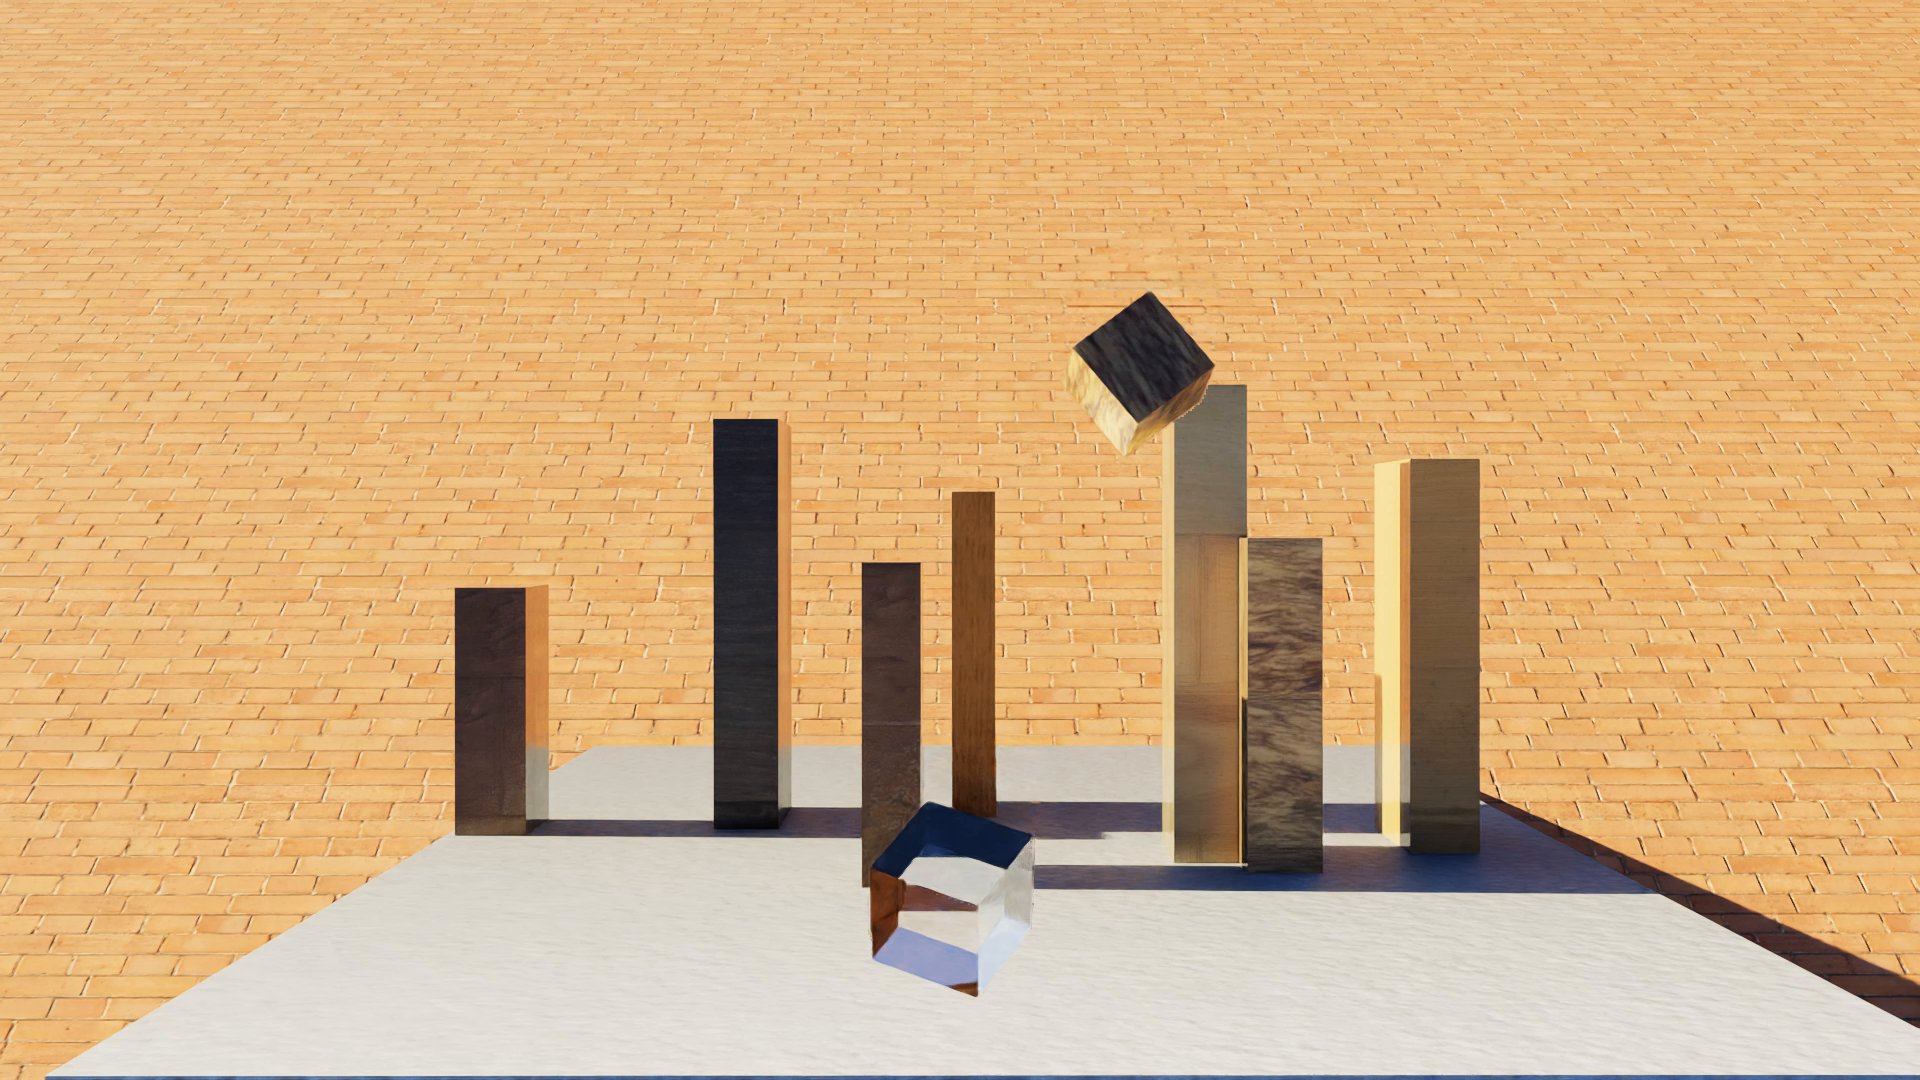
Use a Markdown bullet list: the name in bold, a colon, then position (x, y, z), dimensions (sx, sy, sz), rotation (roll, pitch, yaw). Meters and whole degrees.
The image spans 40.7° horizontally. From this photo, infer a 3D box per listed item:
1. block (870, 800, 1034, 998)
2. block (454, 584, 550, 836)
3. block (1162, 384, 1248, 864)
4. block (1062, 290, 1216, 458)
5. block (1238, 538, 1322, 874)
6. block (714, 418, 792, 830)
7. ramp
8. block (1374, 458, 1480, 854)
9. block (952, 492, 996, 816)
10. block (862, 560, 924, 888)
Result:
- **block**: position (-0.008, 0.343, 2.479), dimensions (0.114, 0.114, 0.114), rotation (16, 36, 23)
- **block**: position (-0.853, 0.311, 4.827), dimensions (0.129, 0.451, 0.266), rotation (0, 0, 0)
- **block**: position (0.417, 0.139, 4.428), dimensions (0.121, 0.797, 0.249), rotation (0, 0, 0)
- **block**: position (0.189, -0.176, 2.757), dimensions (0.107, 0.107, 0.107), rotation (-37, 79, -14)
- **block**: position (0.525, 0.267, 4.346), dimensions (0.122, 0.542, 0.342), rotation (0, 0, 0)
- **block**: position (-0.397, 0.155, 4.982), dimensions (0.120, 0.761, 0.382), rotation (0, 0, 0)
- **ramp**: position (0.066, 0.587, 4.636), dimensions (2.000, 0.100, 4.000), rotation (0, 0, 0)
- **block**: position (0.830, 0.198, 4.617), dimensions (0.119, 0.676, 0.377), rotation (0, 0, 0)
- **block**: position (0.026, 0.220, 5.142), dimensions (0.084, 0.629, 0.280), rotation (0, 0, 0)
- **block**: position (-0.107, 0.286, 4.153), dimensions (0.092, 0.505, 0.290), rotation (0, 0, 0)
